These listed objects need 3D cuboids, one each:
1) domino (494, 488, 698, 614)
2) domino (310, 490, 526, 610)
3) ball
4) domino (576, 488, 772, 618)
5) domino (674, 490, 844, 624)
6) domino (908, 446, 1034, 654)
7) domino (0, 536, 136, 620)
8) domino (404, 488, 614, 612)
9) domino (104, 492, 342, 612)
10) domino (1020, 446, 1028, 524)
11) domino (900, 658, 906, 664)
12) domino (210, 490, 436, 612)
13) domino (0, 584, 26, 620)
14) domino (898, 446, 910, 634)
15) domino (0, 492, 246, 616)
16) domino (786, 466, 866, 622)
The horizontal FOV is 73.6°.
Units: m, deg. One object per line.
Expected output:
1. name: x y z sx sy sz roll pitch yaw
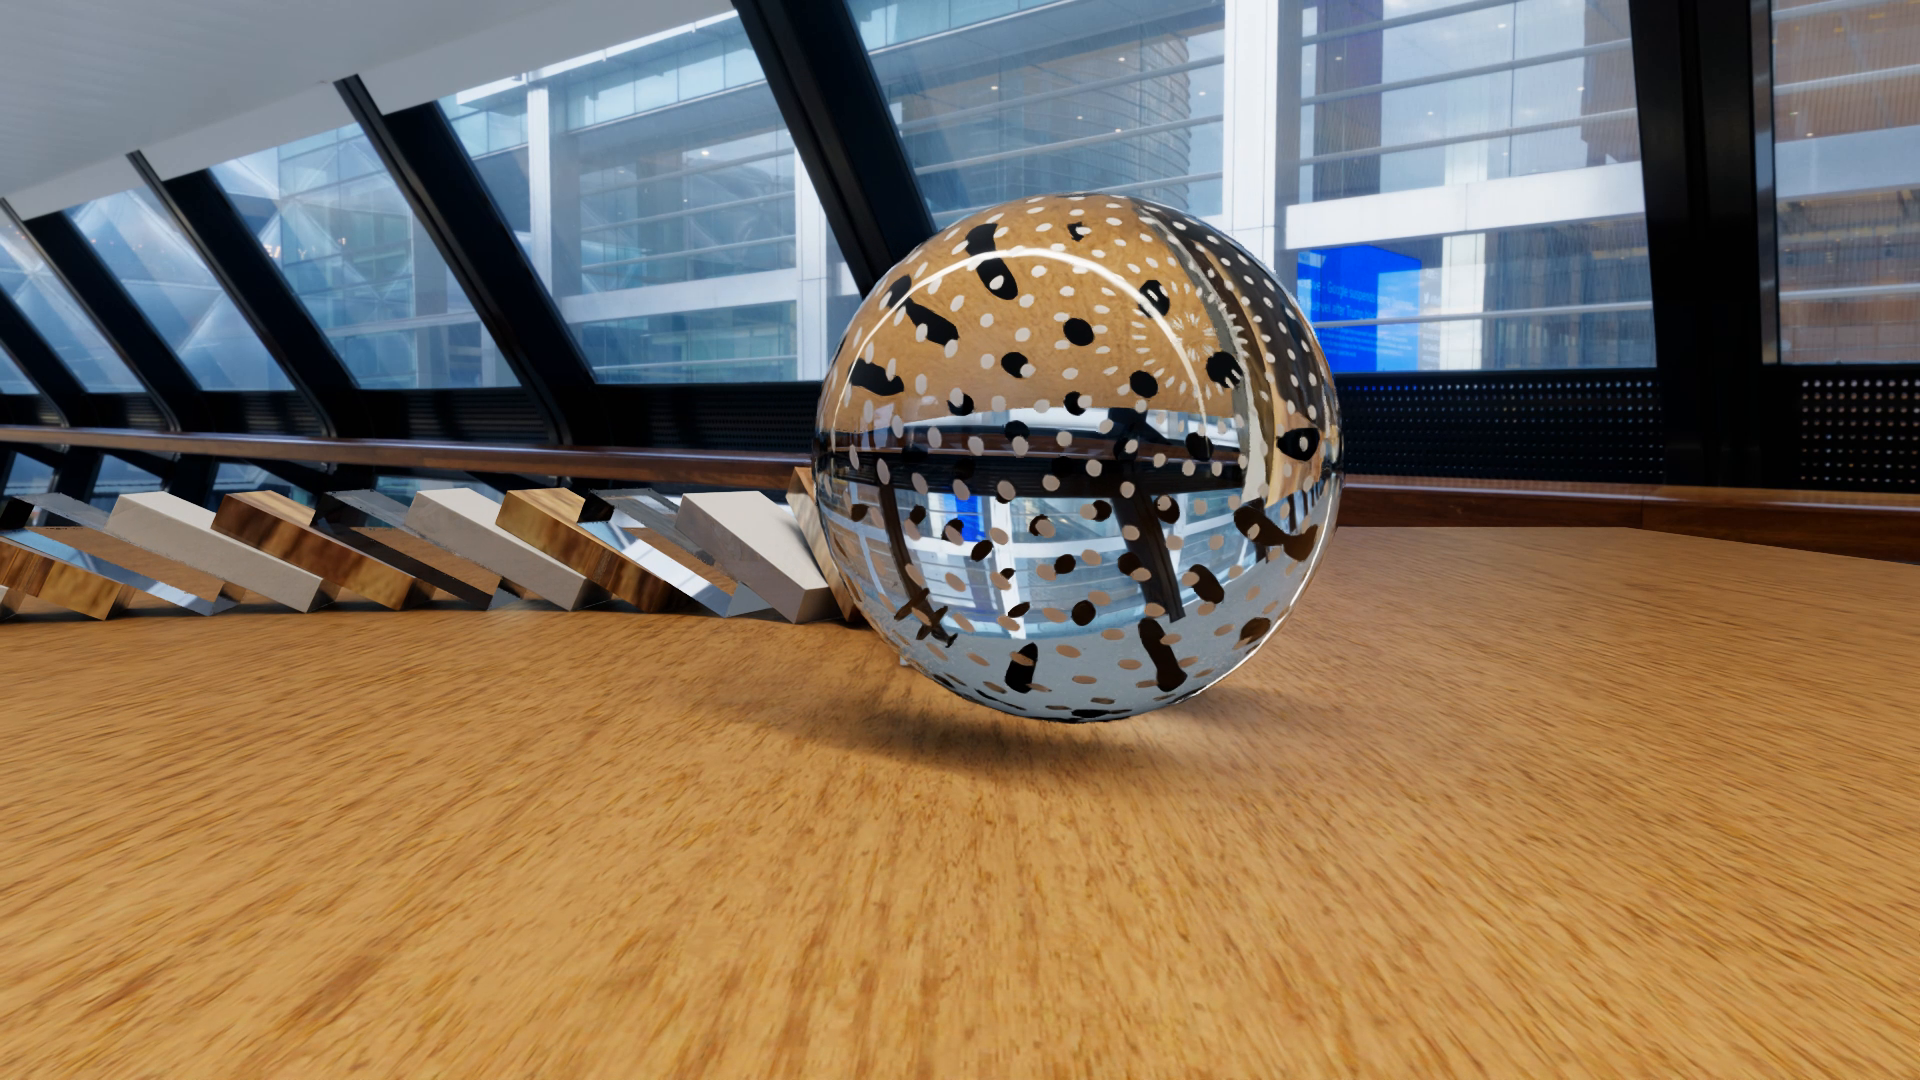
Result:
1. domino: -0.094 0.002 0.338 0.050 0.010 0.025 28 12 14
2. domino: -0.141 0.002 0.339 0.050 0.009 0.025 26 4 -1
3. ball: 0.017 -0.012 0.197 0.080 0.080 0.080 0 4 0
4. domino: -0.071 0.002 0.332 0.050 0.009 0.025 30 15 19
5. domino: -0.047 0.003 0.324 0.050 0.009 0.025 34 24 33
6. domino: 0.002 0.001 0.274 0.025 0.009 0.050 0 49 -2
7. domino: -0.230 0.004 0.312 0.050 0.009 0.025 26 -6 -22
8. domino: -0.117 0.002 0.340 0.050 0.009 0.025 27 8 6
9. domino: -0.187 0.003 0.330 0.050 0.009 0.025 25 -1 -11
10. domino: 0.002 0.000 0.288 0.025 0.009 0.050 0 49 -2
11. domino: 0.001 0.002 0.261 0.025 0.009 0.050 0 49 -2
12. domino: -0.164 0.002 0.336 0.050 0.010 0.025 25 2 -6
13. domino: -0.250 0.005 0.301 0.050 0.010 0.025 26 -7 -24
14. domino: -0.002 -0.001 0.301 0.025 0.010 0.050 0 49 -2
15. domino: -0.209 0.003 0.323 0.050 0.010 0.025 25 -2 -14
16. domino: -0.023 0.000 0.317 0.025 0.010 0.050 2 36 -29
